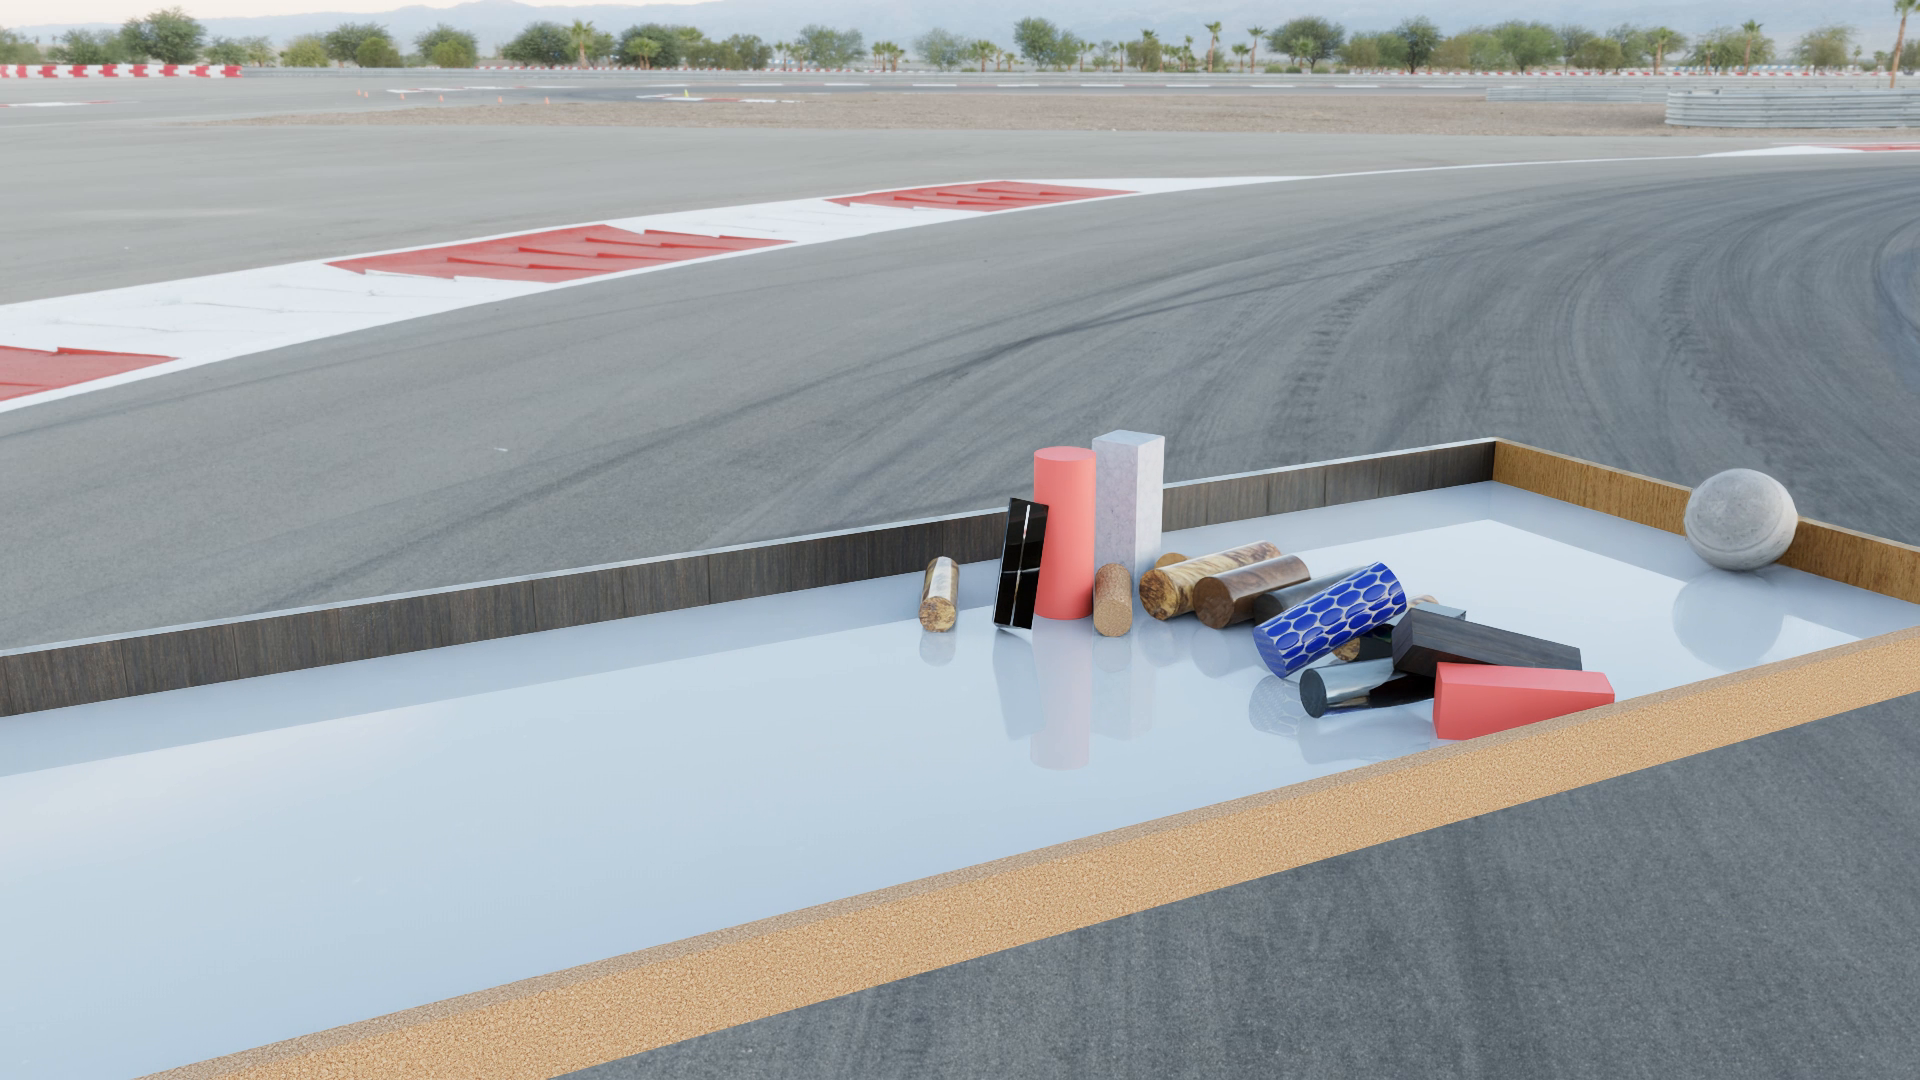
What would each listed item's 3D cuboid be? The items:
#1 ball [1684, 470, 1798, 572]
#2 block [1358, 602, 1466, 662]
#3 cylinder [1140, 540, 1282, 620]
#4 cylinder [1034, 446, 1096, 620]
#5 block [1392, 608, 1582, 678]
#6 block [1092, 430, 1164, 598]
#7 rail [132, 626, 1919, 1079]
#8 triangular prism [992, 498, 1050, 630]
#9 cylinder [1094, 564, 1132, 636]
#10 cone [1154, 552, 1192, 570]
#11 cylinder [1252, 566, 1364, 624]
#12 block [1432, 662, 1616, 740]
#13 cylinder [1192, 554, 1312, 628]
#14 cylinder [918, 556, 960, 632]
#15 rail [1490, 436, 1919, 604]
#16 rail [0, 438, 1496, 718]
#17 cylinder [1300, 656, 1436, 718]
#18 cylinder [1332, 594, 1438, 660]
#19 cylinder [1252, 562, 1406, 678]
[{"bbox_3d":[2.368,-0.060,5.006,0.311,0.311,0.311,0,16,0],"label":"ball"},{"bbox_3d":[1.162,0.268,4.232,0.118,0.118,0.357,14,21,39],"label":"block"},{"bbox_3d":[0.725,0.111,4.724,0.455,0.142,0.142,-13,21,-38],"label":"cylinder"},{"bbox_3d":[0.291,-0.020,4.614,0.172,0.456,0.172,0,16,0],"label":"cylinder"},{"bbox_3d":[1.260,0.282,3.943,0.432,0.107,0.107,14,52,-6],"label":"block"},{"bbox_3d":[0.486,-0.079,4.821,0.152,0.452,0.152,11,20,34],"label":"block"},{"bbox_3d":[-2.336,1.006,1.665,12.000,0.150,0.050,-9,18,-27],"label":"rail"},{"bbox_3d":[0.148,0.068,4.514,0.115,0.344,0.099,12,-9,-19],"label":"triangular prism"},{"bbox_3d":[0.428,0.164,4.610,0.105,0.105,0.340,1,16,5],"label":"cylinder"},{"bbox_3d":[0.706,0.087,4.950,0.123,0.123,0.333,10,8,30],"label":"cone"},{"bbox_3d":[0.998,0.163,4.602,0.414,0.112,0.112,-13,21,-37],"label":"cylinder"},{"bbox_3d":[1.296,0.382,3.810,0.374,0.138,0.138,3,17,10],"label":"block"},{"bbox_3d":[0.819,0.142,4.615,0.334,0.145,0.145,-13,21,-38],"label":"cylinder"},{"bbox_3d":[-0.056,0.150,4.665,0.100,0.100,0.380,0,16,2],"label":"cylinder"},{"bbox_3d":[2.466,-0.048,5.253,0.050,0.150,2.100,-9,18,-27],"label":"rail"},{"bbox_3d":[-3.305,0.497,3.399,12.000,0.150,0.050,-9,18,-27],"label":"rail"},{"bbox_3d":[1.042,0.341,3.982,0.442,0.119,0.119,-6,17,-20],"label":"cylinder"},{"bbox_3d":[1.133,0.230,4.387,0.359,0.105,0.105,-13,21,-38],"label":"cylinder"},{"bbox_3d":[0.937,0.202,4.182,0.363,0.147,0.147,-27,23,-11],"label":"cylinder"}]
